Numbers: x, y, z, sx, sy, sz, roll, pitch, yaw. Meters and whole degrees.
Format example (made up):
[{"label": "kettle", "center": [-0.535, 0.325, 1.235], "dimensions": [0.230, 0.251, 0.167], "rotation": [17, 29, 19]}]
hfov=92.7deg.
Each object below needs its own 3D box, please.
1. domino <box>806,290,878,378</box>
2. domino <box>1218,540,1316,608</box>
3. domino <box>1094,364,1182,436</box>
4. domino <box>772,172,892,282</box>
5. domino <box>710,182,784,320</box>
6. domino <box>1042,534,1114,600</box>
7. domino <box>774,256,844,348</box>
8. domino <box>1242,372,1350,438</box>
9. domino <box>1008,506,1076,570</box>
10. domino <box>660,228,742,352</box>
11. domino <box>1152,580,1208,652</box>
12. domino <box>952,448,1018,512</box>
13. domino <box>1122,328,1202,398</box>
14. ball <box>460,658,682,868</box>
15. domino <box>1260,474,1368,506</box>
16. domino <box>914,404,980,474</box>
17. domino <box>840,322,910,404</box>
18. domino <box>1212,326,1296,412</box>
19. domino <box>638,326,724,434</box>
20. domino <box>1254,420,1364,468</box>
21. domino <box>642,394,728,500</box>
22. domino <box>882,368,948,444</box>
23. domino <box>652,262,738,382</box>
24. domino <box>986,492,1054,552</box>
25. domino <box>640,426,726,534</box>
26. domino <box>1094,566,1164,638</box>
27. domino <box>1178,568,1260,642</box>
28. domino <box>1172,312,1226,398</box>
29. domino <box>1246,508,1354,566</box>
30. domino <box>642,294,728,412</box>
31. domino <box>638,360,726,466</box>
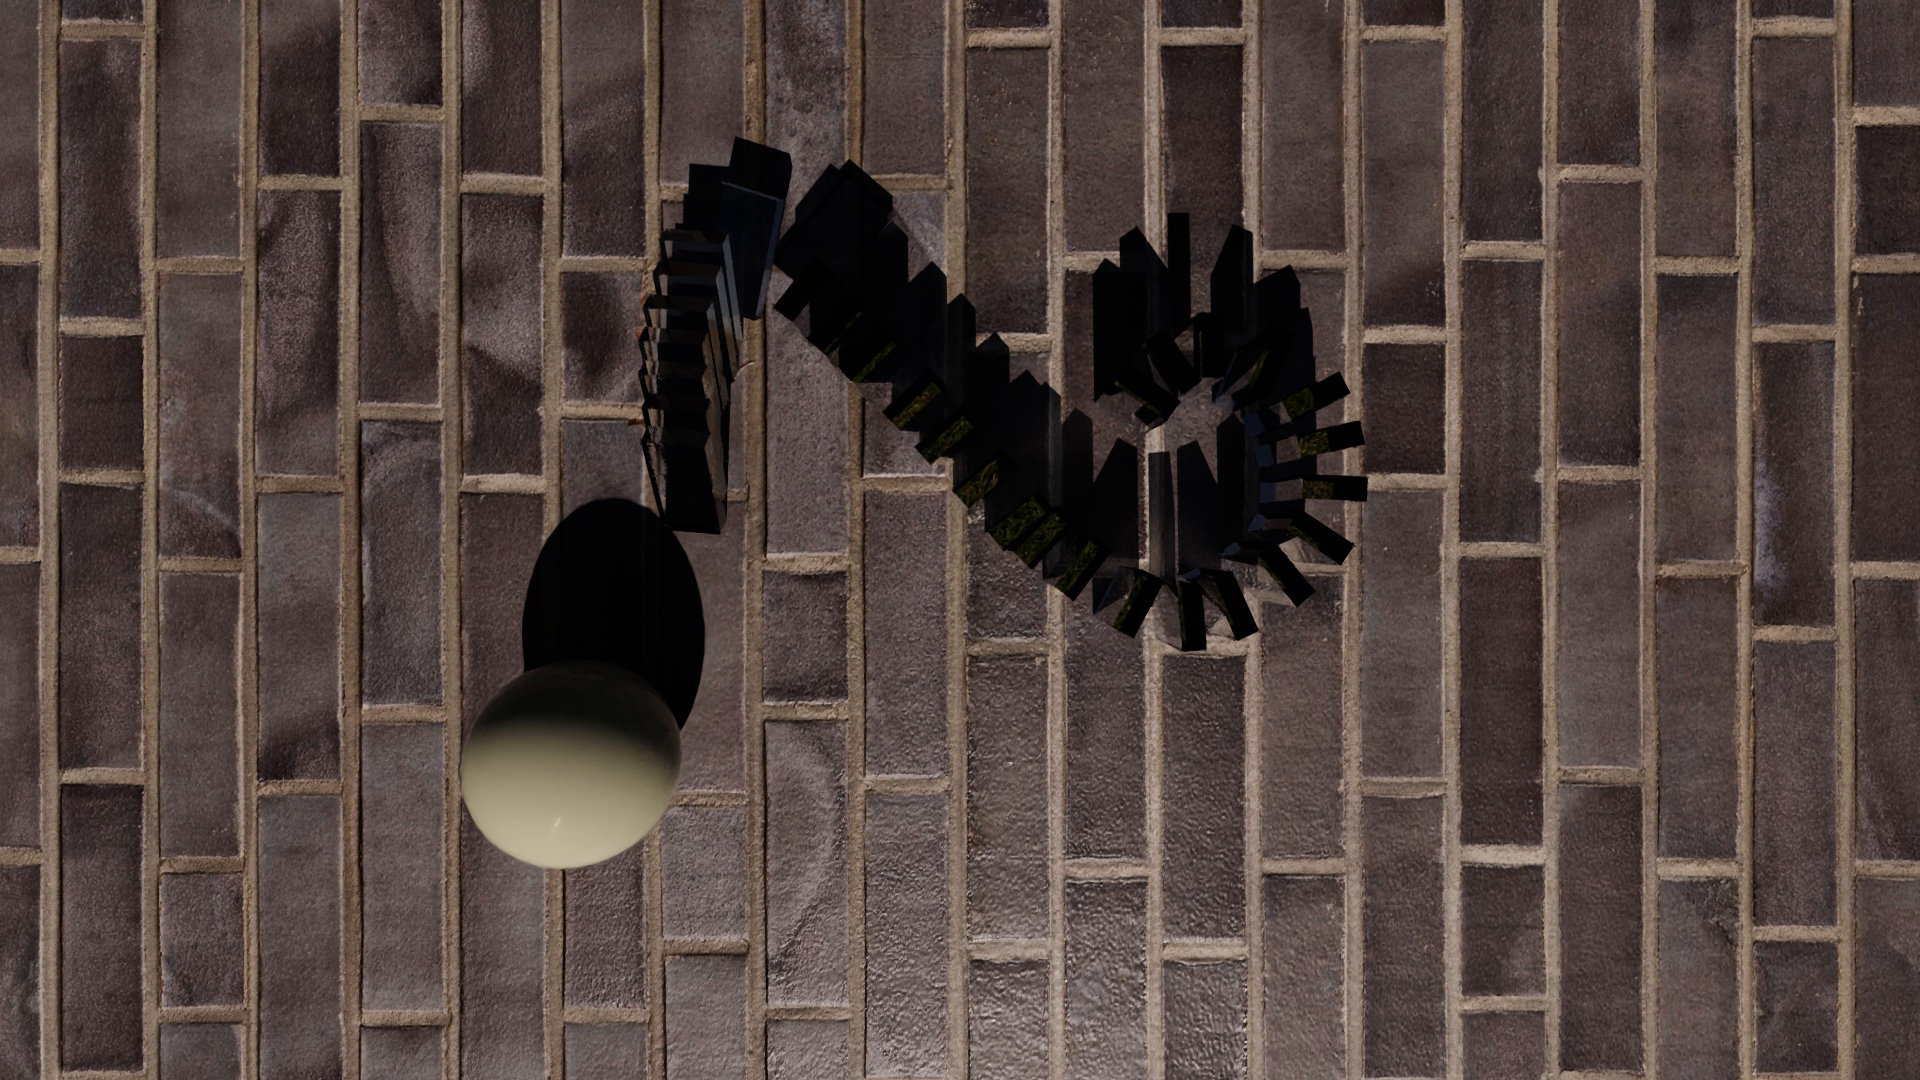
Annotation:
[{"label": "domino", "center": [-0.047, -0.083, 0.375], "dimensions": [0.009, 0.050, 0.025], "rotation": [42, 90, 0]}, {"label": "domino", "center": [0.124, 0.013, 0.375], "dimensions": [0.009, 0.050, 0.025], "rotation": [-40, 90, 0]}, {"label": "domino", "center": [0.072, -0.056, 0.375], "dimensions": [0.025, 0.050, 0.010], "rotation": [35, 90, 0]}, {"label": "domino", "center": [-0.055, -0.130, 0.395], "dimensions": [0.025, 0.009, 0.050], "rotation": [40, 90, 0]}, {"label": "domino", "center": [-0.092, -0.121, 0.386], "dimensions": [0.025, 0.009, 0.050], "rotation": [17, 113, 0]}, {"label": "domino", "center": [0.047, 0.011, 0.375], "dimensions": [0.009, 0.050, 0.025], "rotation": [37, 90, 0]}, {"label": "domino", "center": [-0.060, -0.096, 0.375], "dimensions": [0.009, 0.050, 0.025], "rotation": [38, 90, 0]}, {"label": "domino", "center": [0.136, -0.055, 0.375], "dimensions": [0.025, 0.050, 0.010], "rotation": [-27, 90, 0]}, {"label": "domino", "center": [0.033, -0.001, 0.375], "dimensions": [0.010, 0.050, 0.025], "rotation": [43, 90, 0]}, {"label": "domino", "center": [-0.106, -0.102, 0.379], "dimensions": [0.025, 0.050, 0.009], "rotation": [4, 46, 0]}, {"label": "domino", "center": [0.089, 0.030, 0.375], "dimensions": [0.010, 0.050, 0.025], "rotation": [-5, 90, 0]}, {"label": "domino", "center": [0.010, -0.023, 0.375], "dimensions": [0.025, 0.050, 0.010], "rotation": [-41, 90, 0]}, {"label": "domino", "center": [0.081, -0.068, 0.375], "dimensions": [0.009, 0.050, 0.025], "rotation": [-35, 90, 0]}, {"label": "ball", "center": [-0.151, 0.087, 0.360], "dimensions": [0.080, 0.080, 0.080], "rotation": [0, 90, 0]}, {"label": "domino", "center": [0.143, -0.020, 0.375], "dimensions": [0.025, 0.050, 0.009], "rotation": [2, 90, 0]}, {"label": "domino", "center": [-0.005, -0.040, 0.375], "dimensions": [0.025, 0.050, 0.010], "rotation": [-41, 90, 0]}, {"label": "domino", "center": [-0.034, -0.071, 0.375], "dimensions": [0.009, 0.050, 0.025], "rotation": [45, 90, 0]}, {"label": "domino", "center": [0.119, -0.069, 0.375], "dimensions": [0.009, 0.050, 0.025], "rotation": [23, 90, 0]}, {"label": "domino", "center": [-0.114, -0.063, 0.379], "dimensions": [0.025, 0.050, 0.010], "rotation": [4, 47, 0]}, {"label": "domino", "center": [0.142, -0.039, 0.375], "dimensions": [0.025, 0.050, 0.009], "rotation": [-12, 90, 0]}, {"label": "domino", "center": [-0.113, -0.037, 0.379], "dimensions": [0.025, 0.050, 0.009], "rotation": [5, 47, 0]}, {"label": "domino", "center": [-0.017, -0.054, 0.375], "dimensions": [0.025, 0.050, 0.010], "rotation": [-43, 90, 0]}, {"label": "domino", "center": [-0.108, -0.089, 0.379], "dimensions": [0.025, 0.050, 0.009], "rotation": [4, 46, 0]}, {"label": "domino", "center": [0.023, -0.007, 0.375], "dimensions": [0.025, 0.050, 0.009], "rotation": [-39, 90, 0]}, {"label": "domino", "center": [-0.113, -0.024, 0.379], "dimensions": [0.025, 0.050, 0.010], "rotation": [5, 47, 0]}, {"label": "domino", "center": [0.068, 0.024, 0.375], "dimensions": [0.010, 0.050, 0.025], "rotation": [28, 90, 0]}, {"label": "domino", "center": [0.105, 0.025, 0.375], "dimensions": [0.010, 0.050, 0.025], "rotation": [-24, 90, 0]}, {"label": "domino", "center": [0.096, -0.075, 0.375], "dimensions": [0.009, 0.050, 0.025], "rotation": [-1, 90, 0]}, {"label": "domino", "center": [0.138, -0.001, 0.375], "dimensions": [0.025, 0.050, 0.009], "rotation": [34, 90, 0]}, {"label": "domino", "center": [-0.112, -0.076, 0.379], "dimensions": [0.025, 0.050, 0.010], "rotation": [4, 47, 0]}, {"label": "domino", "center": [-0.114, -0.050, 0.379], "dimensions": [0.025, 0.050, 0.009], "rotation": [4, 47, 0]}]
